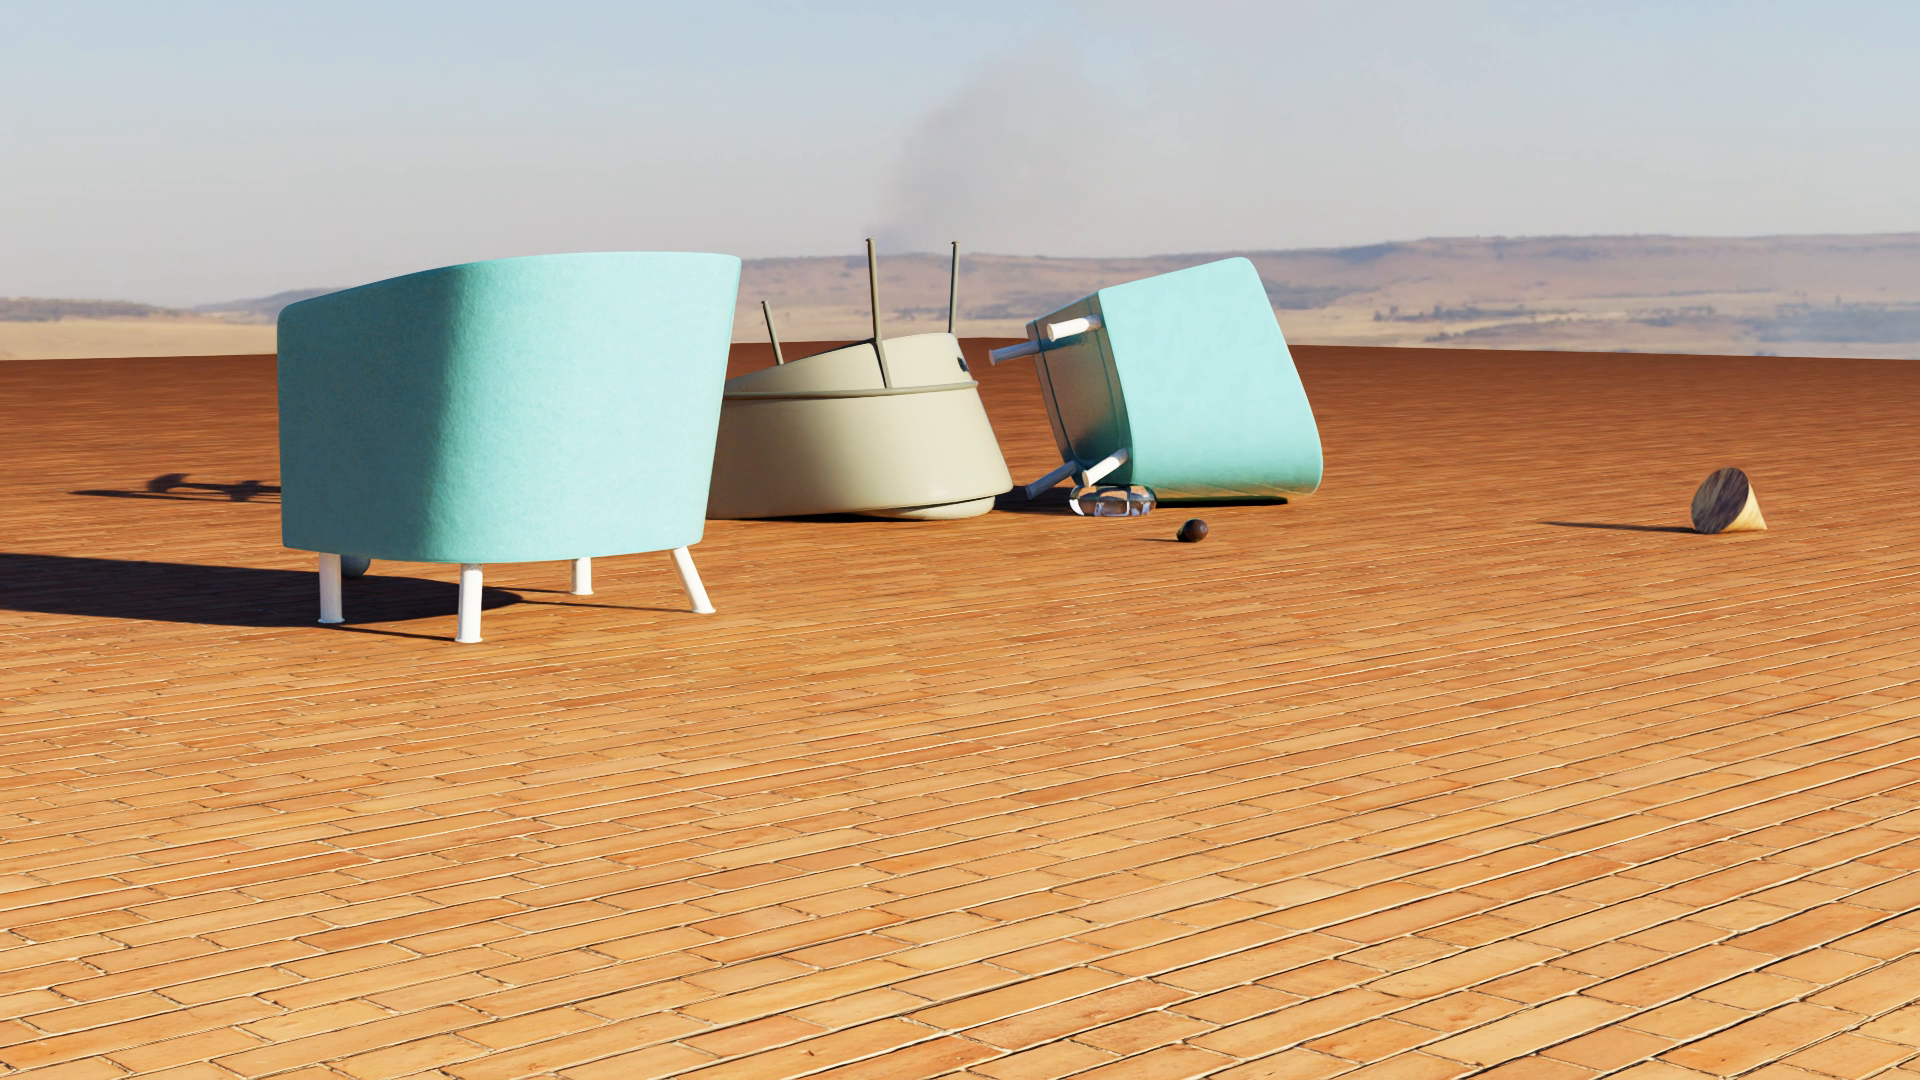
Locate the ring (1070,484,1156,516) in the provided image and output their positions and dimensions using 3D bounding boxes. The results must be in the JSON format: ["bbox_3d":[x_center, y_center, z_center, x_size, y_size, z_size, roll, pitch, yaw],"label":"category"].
[{"bbox_3d":[0.422,-0.110,7.066,0.240,0.085,0.123,1,6,1],"label":"ring"}]

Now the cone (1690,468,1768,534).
[{"bbox_3d":[2.025,-0.064,6.630,0.184,0.186,0.192,27,3,-26],"label":"cone"}]

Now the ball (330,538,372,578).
[{"bbox_3d":[-1.330,0.040,5.600,0.087,0.087,0.087,0,6,0],"label":"ball"}]
